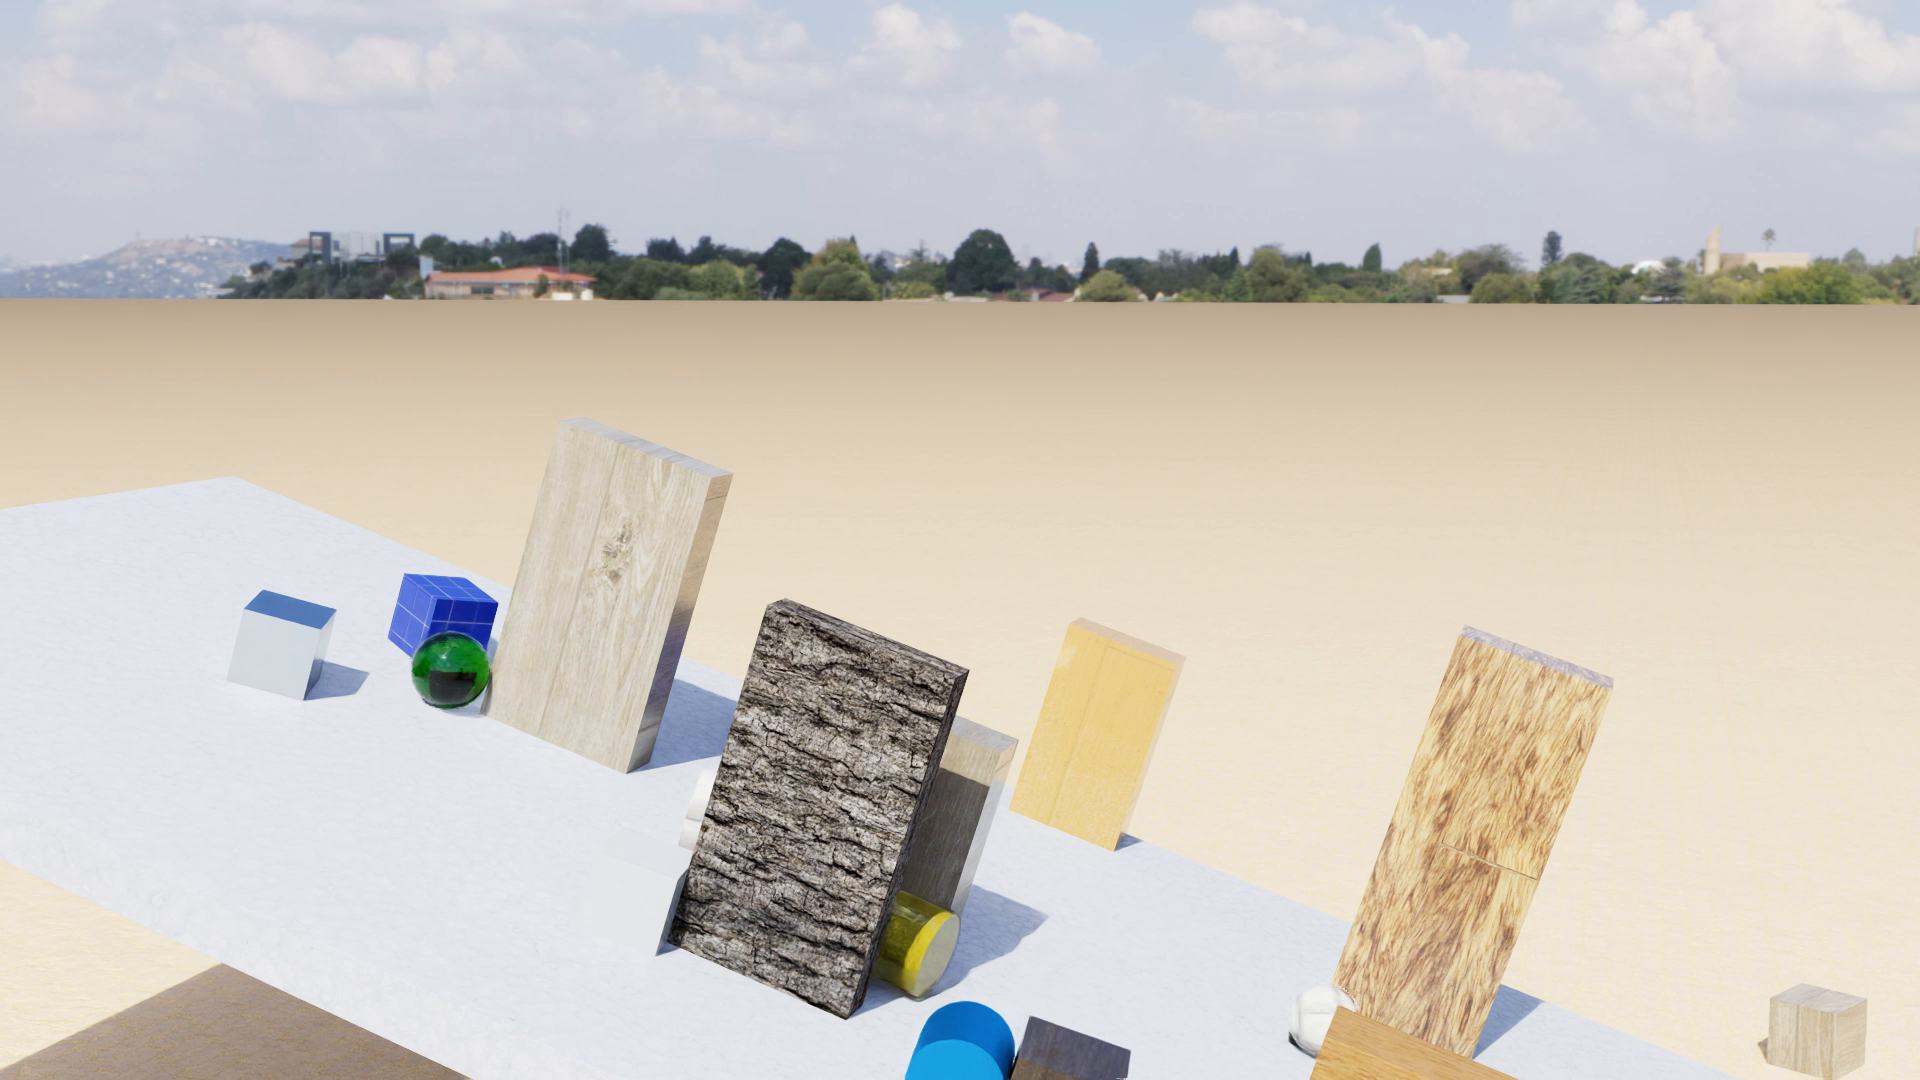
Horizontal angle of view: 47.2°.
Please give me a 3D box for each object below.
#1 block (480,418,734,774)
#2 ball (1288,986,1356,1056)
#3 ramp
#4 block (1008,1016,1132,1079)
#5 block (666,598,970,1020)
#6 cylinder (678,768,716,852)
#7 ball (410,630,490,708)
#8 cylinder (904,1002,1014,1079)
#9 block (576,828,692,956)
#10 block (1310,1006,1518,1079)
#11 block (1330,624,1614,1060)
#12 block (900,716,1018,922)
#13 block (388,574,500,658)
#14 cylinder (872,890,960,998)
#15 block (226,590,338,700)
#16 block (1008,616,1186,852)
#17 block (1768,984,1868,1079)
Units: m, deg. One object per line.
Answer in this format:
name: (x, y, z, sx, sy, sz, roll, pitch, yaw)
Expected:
block: (-0.722, 0.111, 4.471, 0.345, 0.638, 0.113, 20, 12, 14)
ball: (0.681, 0.901, 4.121, 0.130, 0.130, 0.130, 0, 7, 0)
ramp: (-0.357, 0.674, 4.226, 4.000, 0.100, 2.000, 20, 12, 14)
block: (0.154, 0.870, 3.404, 0.169, 0.169, 0.169, 18, 12, 4)
block: (-0.241, 0.448, 3.670, 0.340, 0.617, 0.083, 20, 12, 14)
cylinder: (-0.433, 0.528, 4.154, 0.158, 0.158, 0.158, 17, 7, -2)
ball: (-1.040, 0.264, 4.487, 0.159, 0.159, 0.159, 0, 7, 0)
cylinder: (0.001, 0.823, 3.437, 0.155, 0.155, 0.155, 1, 10, 7)
block: (-0.546, 0.594, 3.725, 0.142, 0.142, 0.142, 18, 12, 4)
block: (0.617, 0.939, 3.102, 0.346, 0.436, 0.134, 20, 12, 14)
block: (1.002, 0.598, 4.346, 0.302, 0.795, 0.139, 20, 12, 14)
block: (-0.096, 0.524, 3.980, 0.266, 0.434, 0.120, 20, 12, 14)
block: (-1.125, 0.175, 4.785, 0.152, 0.152, 0.152, 6, 16, -44)
cylinder: (-0.107, 0.698, 3.852, 0.156, 0.156, 0.156, 22, 14, 20)
block: (-1.337, 0.206, 4.340, 0.151, 0.151, 0.151, 16, 12, -7)
block: (0.307, 0.434, 4.932, 0.256, 0.452, 0.105, 20, 12, 14)
block: (2.009, 1.151, 5.151, 0.160, 0.160, 0.160, -6, 9, -43)
